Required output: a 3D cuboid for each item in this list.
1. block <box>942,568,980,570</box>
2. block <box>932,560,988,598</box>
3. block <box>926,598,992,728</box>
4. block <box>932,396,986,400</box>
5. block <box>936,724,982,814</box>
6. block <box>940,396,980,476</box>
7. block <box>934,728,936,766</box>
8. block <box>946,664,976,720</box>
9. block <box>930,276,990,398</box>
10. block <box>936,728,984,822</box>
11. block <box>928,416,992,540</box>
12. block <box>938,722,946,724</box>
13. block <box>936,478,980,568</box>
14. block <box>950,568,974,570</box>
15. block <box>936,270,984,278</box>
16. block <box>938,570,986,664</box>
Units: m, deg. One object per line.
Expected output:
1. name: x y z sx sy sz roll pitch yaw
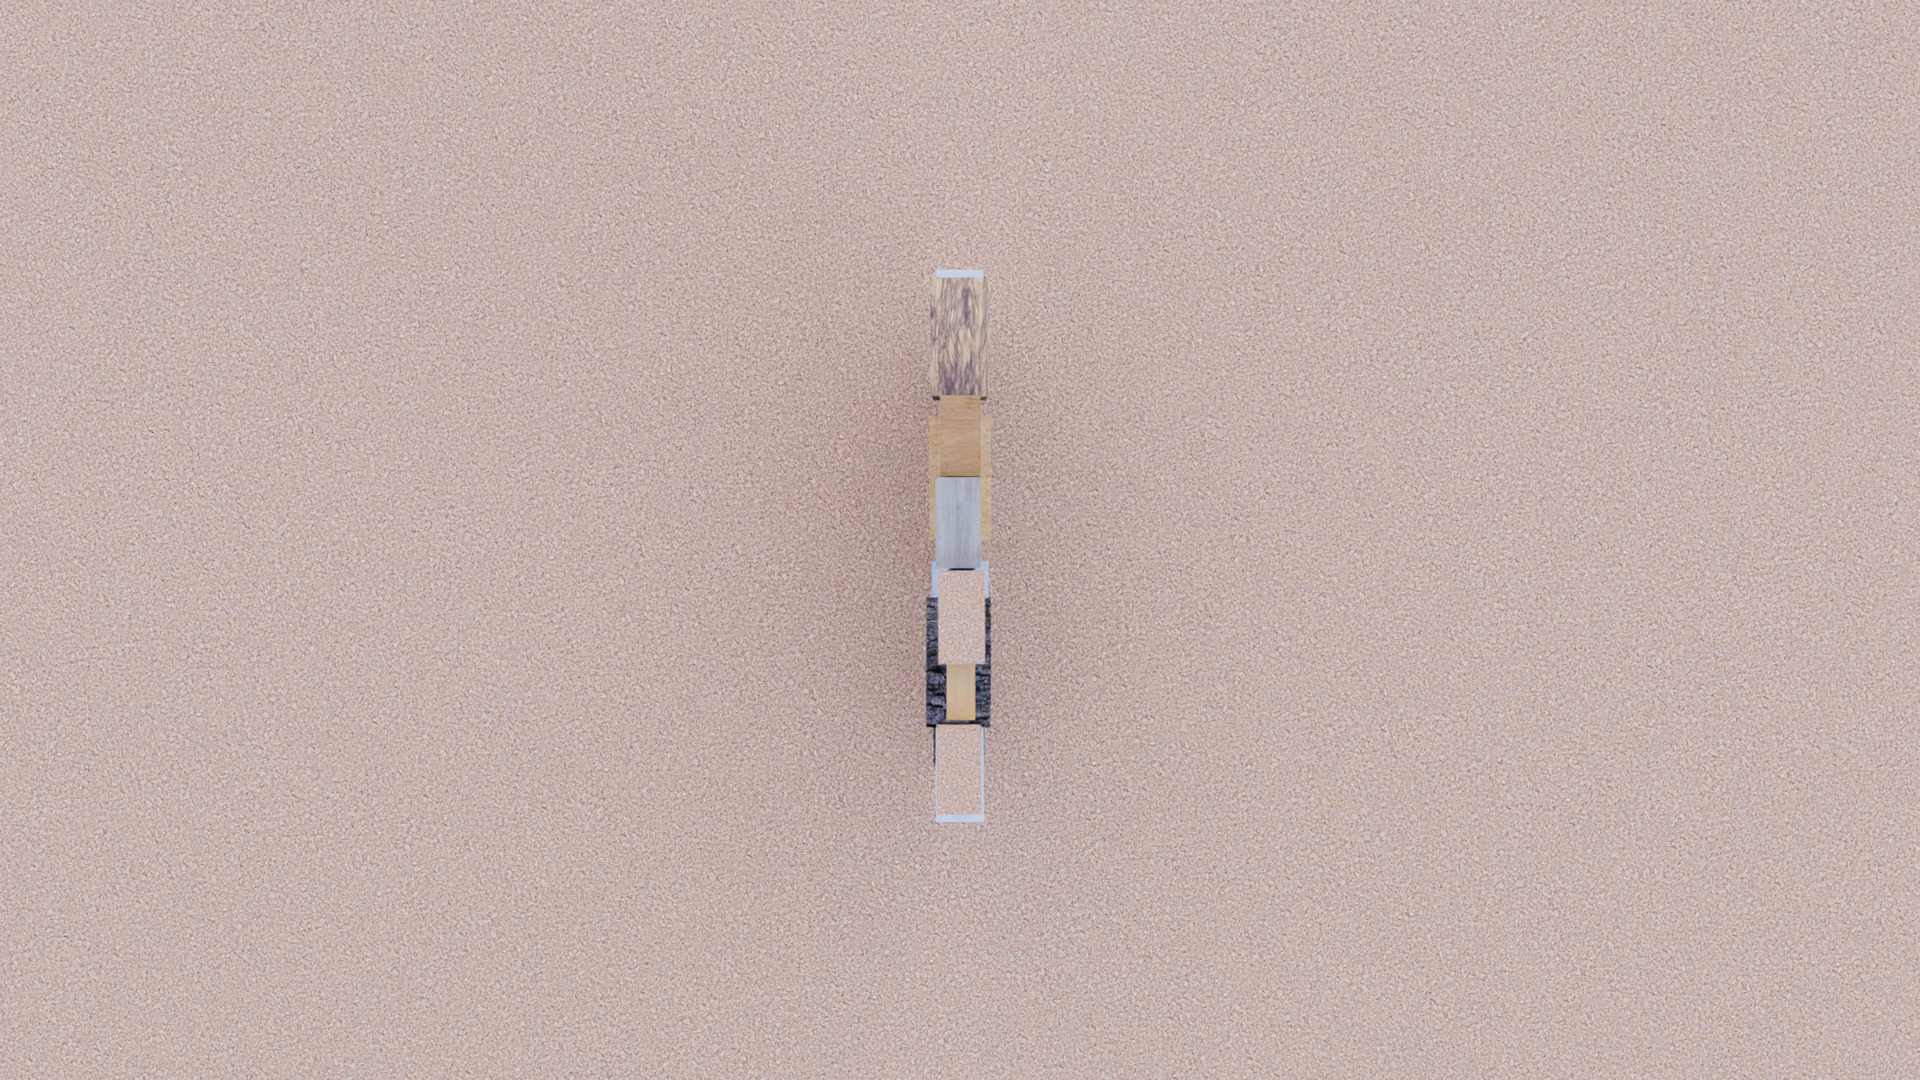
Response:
1. block: 0.001 -0.004 4.858 0.112 0.032 0.223 0 90 0
2. block: 0.001 0.241 5.122 0.176 0.050 0.353 0 90 0
3. block: -0.004 0.326 4.396 0.171 0.049 0.343 0 90 0
4. block: -0.001 -0.428 4.575 0.155 0.448 0.044 0 90 0
5. block: -0.003 0.575 4.134 0.111 0.031 0.222 0 90 0
6. block: 0.001 -0.267 4.239 0.103 0.029 0.207 0 90 0
7. block: -0.002 0.504 4.784 0.146 0.041 0.293 0 90 0
8. block: 0.003 0.387 4.216 0.073 0.021 0.146 0 90 0
9. block: -0.001 -0.532 4.329 0.155 0.044 0.310 0 90 0
10. block: -0.001 0.633 4.483 0.131 0.037 0.262 0 90 0
11. block: 0.000 -0.169 4.484 0.167 0.047 0.335 0 90 0
12. block: -0.003 0.501 4.261 0.111 0.222 0.031 0 90 0
13. block: -0.005 -0.044 4.214 0.115 0.033 0.230 0 90 0
14. block: 0.005 0.075 4.668 0.073 0.021 0.146 0 90 0
15. block: -0.001 -0.629 4.680 0.135 0.038 0.269 0 90 0
16. block: 0.004 0.193 4.123 0.116 0.033 0.232 0 90 0
